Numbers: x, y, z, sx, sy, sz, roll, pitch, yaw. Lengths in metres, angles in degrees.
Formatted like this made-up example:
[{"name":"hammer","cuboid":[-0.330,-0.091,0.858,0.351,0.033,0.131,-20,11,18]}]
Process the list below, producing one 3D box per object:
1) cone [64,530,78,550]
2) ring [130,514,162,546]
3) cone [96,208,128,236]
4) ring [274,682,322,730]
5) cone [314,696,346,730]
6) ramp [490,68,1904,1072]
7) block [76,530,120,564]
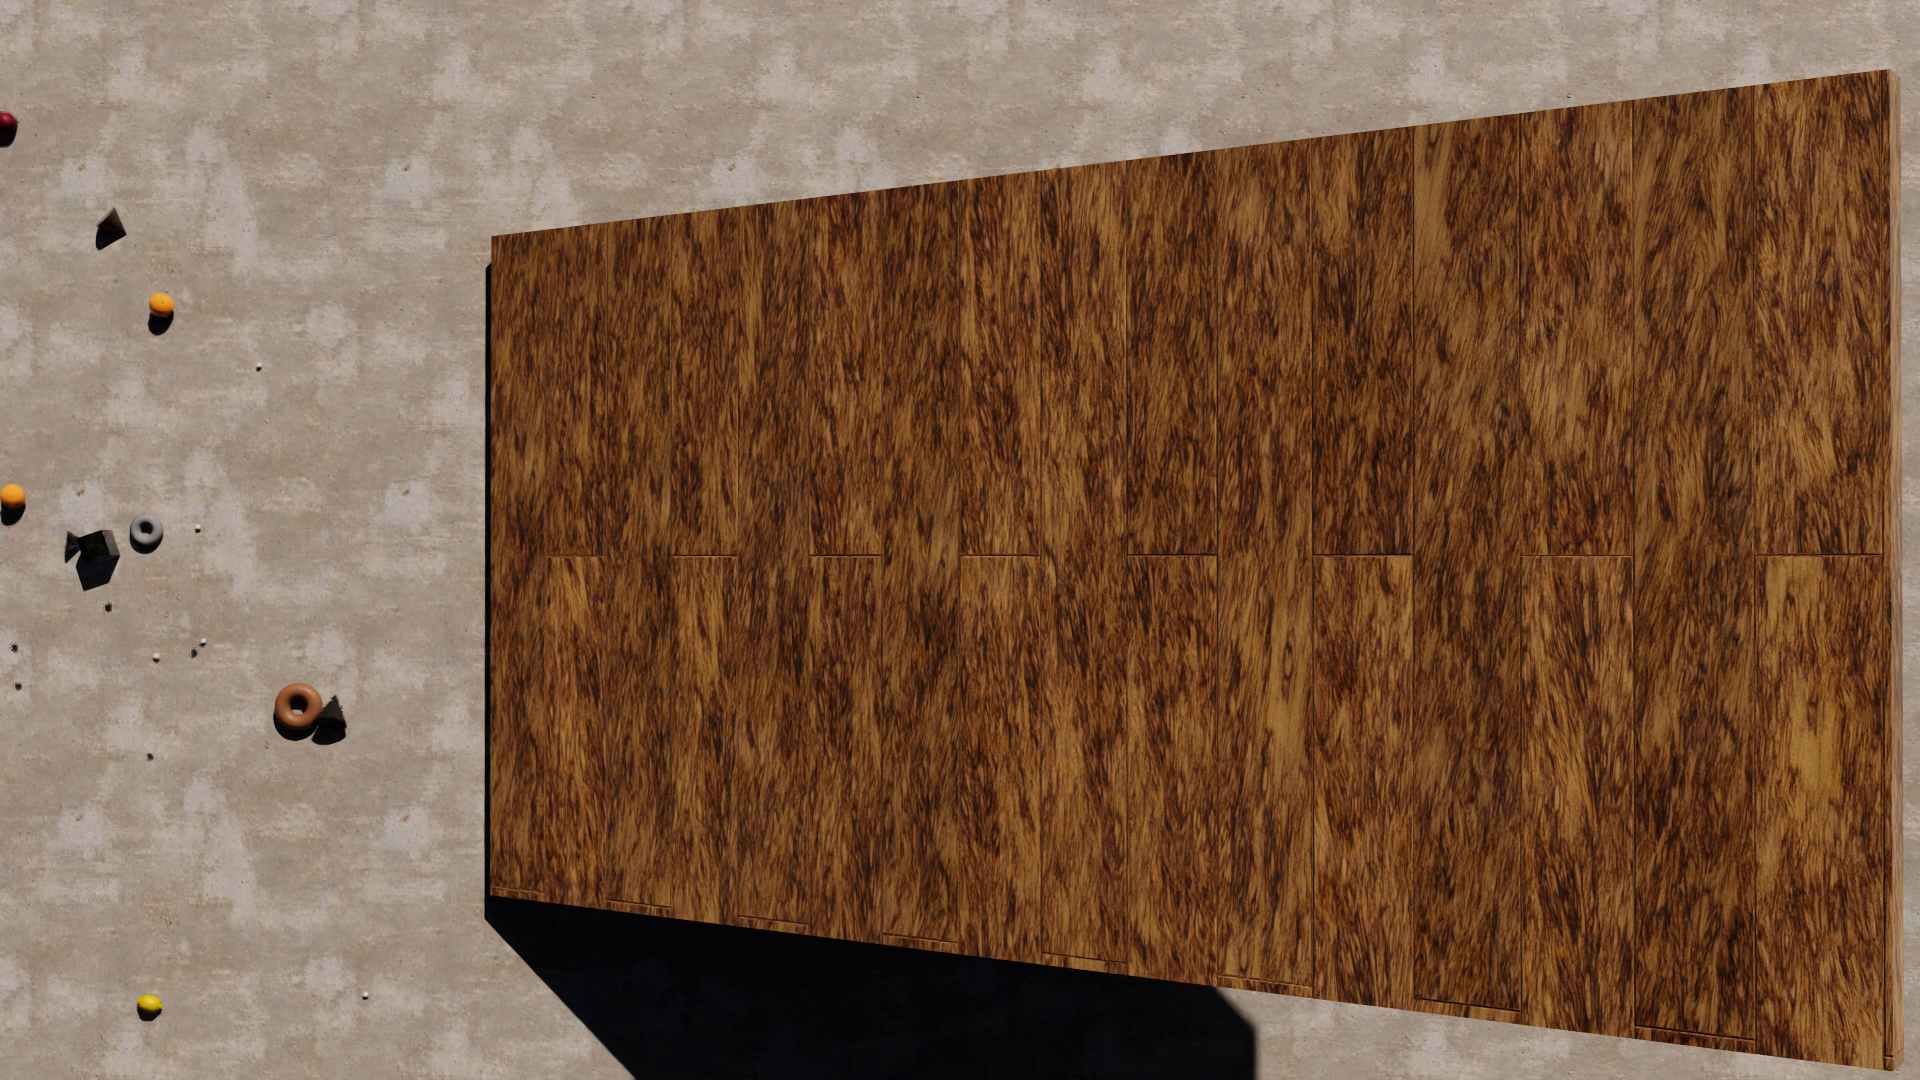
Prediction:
[{"name":"cone","cuboid":[-2.707,0.004,6.742,0.063,0.063,0.063,6,89,-26]},{"name":"ring","cuboid":[-2.494,-0.030,6.740,0.100,0.033,0.100,0,91,-1]},{"name":"cone","cuboid":[-2.588,-0.963,6.745,0.082,0.082,0.082,-46,116,0]},{"name":"ring","cuboid":[-2.023,0.510,6.728,0.146,0.049,0.146,0,90,-1]},{"name":"cone","cuboid":[-1.918,0.516,6.730,0.098,0.098,0.098,3,63,0]},{"name":"ramp","cuboid":[0.245,0.068,5.571,4.000,0.100,2.000,0,89,35]},{"name":"block","cuboid":[-2.631,0.021,6.715,0.082,0.082,0.082,-19,90,0]}]
